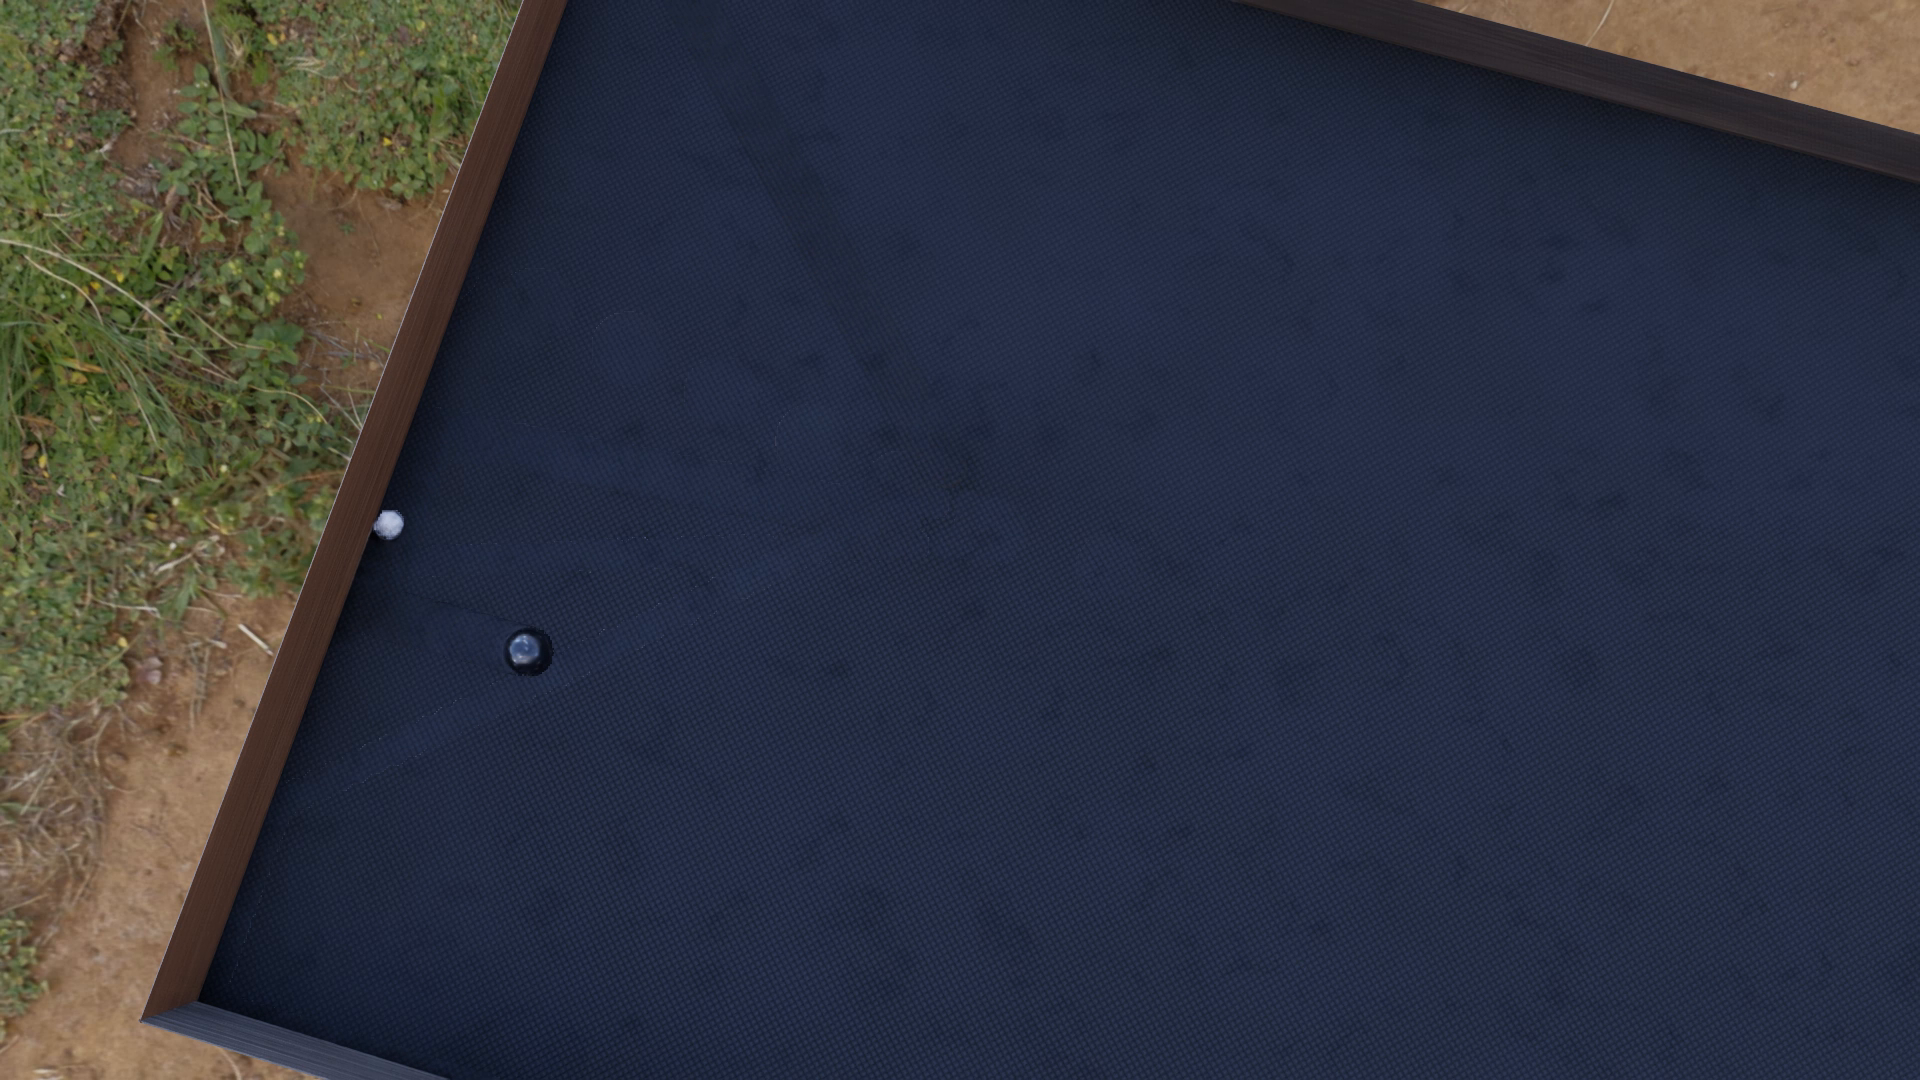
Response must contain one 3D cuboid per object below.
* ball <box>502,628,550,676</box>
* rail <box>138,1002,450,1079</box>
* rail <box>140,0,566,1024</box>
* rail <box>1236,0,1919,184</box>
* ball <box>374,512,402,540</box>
[{"bbox_3d":[-0.648,0.167,3.290,0.070,0.070,0.070,0,76,0],"label":"ball"},{"bbox_3d":[0.580,1.159,3.014,3.587,0.128,0.045,16,77,4],"label":"rail"},{"bbox_3d":[-0.837,-0.249,3.361,0.045,0.128,2.026,16,77,4],"label":"rail"},{"bbox_3d":[1.140,-0.684,3.469,3.587,0.128,0.045,16,77,4],"label":"rail"},{"bbox_3d":[-0.871,-0.022,3.350,0.044,0.044,0.044,0,76,0],"label":"ball"}]
